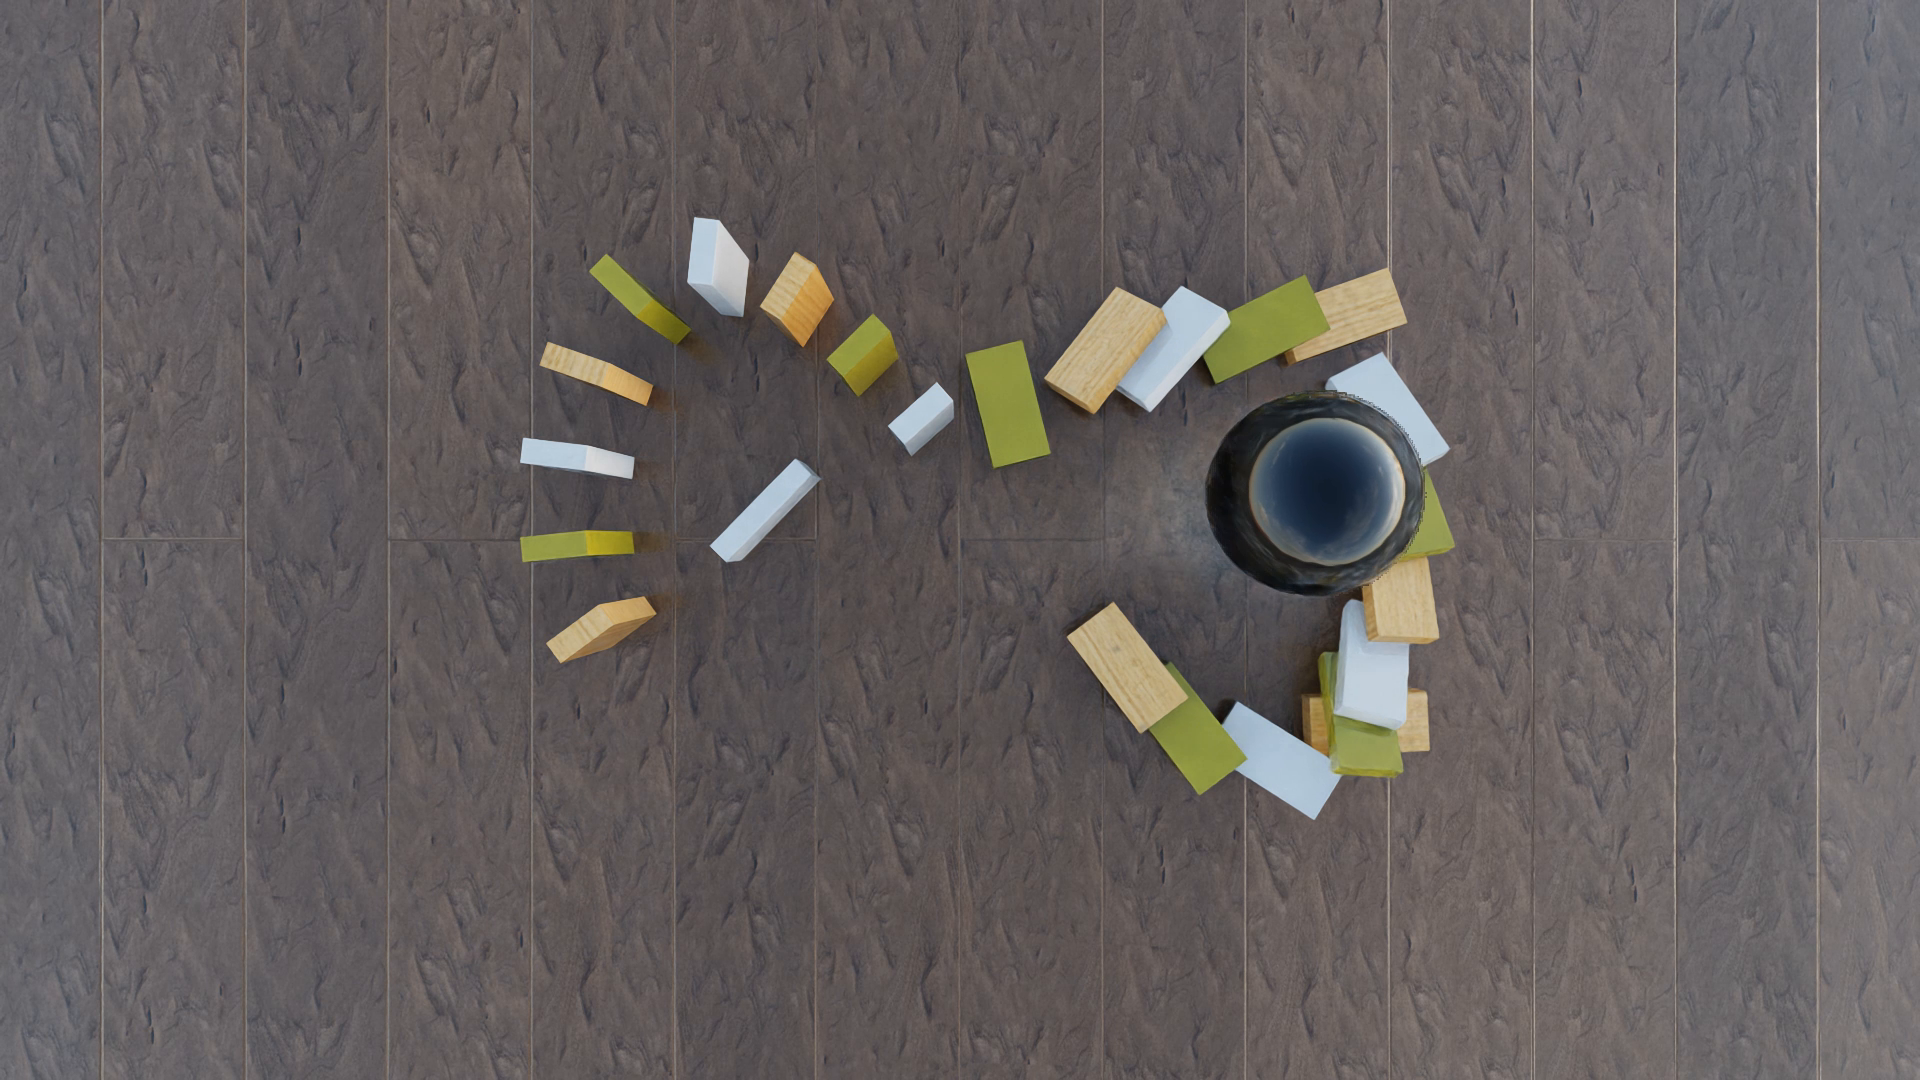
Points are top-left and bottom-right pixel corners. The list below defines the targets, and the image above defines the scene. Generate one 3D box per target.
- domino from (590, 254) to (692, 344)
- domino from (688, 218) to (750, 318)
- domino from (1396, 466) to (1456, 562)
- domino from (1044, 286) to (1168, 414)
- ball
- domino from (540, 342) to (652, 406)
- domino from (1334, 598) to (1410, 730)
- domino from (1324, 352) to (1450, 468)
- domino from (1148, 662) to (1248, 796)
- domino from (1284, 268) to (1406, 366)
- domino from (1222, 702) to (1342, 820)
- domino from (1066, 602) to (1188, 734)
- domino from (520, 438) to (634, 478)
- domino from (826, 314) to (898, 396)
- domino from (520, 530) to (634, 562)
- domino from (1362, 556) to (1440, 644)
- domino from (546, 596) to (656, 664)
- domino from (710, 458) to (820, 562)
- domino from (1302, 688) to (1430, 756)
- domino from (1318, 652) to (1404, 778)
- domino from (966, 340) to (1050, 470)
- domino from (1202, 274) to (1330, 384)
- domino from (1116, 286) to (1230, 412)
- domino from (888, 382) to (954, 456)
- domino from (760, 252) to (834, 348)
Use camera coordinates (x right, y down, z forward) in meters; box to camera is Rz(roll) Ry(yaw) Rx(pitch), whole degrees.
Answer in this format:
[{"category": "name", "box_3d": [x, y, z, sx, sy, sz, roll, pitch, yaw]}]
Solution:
[{"category": "domino", "box_3d": [-0.129, -0.097, 0.375, 0.025, 0.050, 0.009, 44, 90, 0]}, {"category": "domino", "box_3d": [-0.098, -0.110, 0.375, 0.009, 0.050, 0.025, 6, 90, 0]}, {"category": "domino", "box_3d": [0.187, -0.017, 0.388, 0.025, 0.010, 0.050, -11, 72, 0]}, {"category": "domino", "box_3d": [0.062, -0.081, 0.389, 0.025, 0.010, 0.050, 38, 90, 32]}, {"category": "ball", "box_3d": [0.138, -0.018, 0.360, 0.080, 0.080, 0.080, 0, 90, 0]}, {"category": "domino", "box_3d": [-0.147, -0.067, 0.375, 0.025, 0.050, 0.010, 19, 90, 0]}, {"category": "domino", "box_3d": [0.172, 0.051, 0.382, 0.025, 0.010, 0.050, 15, 61, 7]}, {"category": "domino", "box_3d": [0.180, -0.052, 0.388, 0.025, 0.010, 0.050, -26, 73, 0]}, {"category": "domino", "box_3d": [0.095, 0.079, 0.389, 0.025, 0.010, 0.050, -37, 75, 1]}, {"category": "domino", "box_3d": [0.163, -0.096, 0.395, 0.050, 0.010, 0.025, -19, 90, 0]}, {"category": "domino", "box_3d": [0.133, 0.093, 0.389, 0.050, 0.009, 0.025, 32, 90, 15]}, {"category": "domino", "box_3d": [0.071, 0.054, 0.389, 0.025, 0.010, 0.050, -37, 74, 0]}, {"category": "domino", "box_3d": [-0.155, -0.033, 0.375, 0.025, 0.050, 0.010, 7, 90, 0]}, {"category": "domino", "box_3d": [-0.039, -0.074, 0.375, 0.025, 0.050, 0.010, -44, 90, 0]}, {"category": "domino", "box_3d": [-0.155, 0.002, 0.375, 0.025, 0.050, 0.010, -6, 90, 0]}, {"category": "domino", "box_3d": [0.184, 0.018, 0.387, 0.025, 0.010, 0.050, 3, 69, 0]}, {"category": "domino", "box_3d": [-0.145, 0.036, 0.375, 0.025, 0.050, 0.009, -36, 90, 0]}, {"category": "domino", "box_3d": [-0.082, -0.012, 0.388, 0.010, 0.025, 0.050, 44, 90, 0]}, {"category": "domino", "box_3d": [0.175, 0.079, 0.395, 0.050, 0.009, 0.025, -3, 90, 0]}, {"category": "domino", "box_3d": [0.166, 0.072, 0.382, 0.025, 0.009, 0.050, 3, 60, 3]}, {"category": "domino", "box_3d": [0.020, -0.058, 0.395, 0.025, 0.009, 0.050, -14, 90, 0]}, {"category": "domino", "box_3d": [0.127, -0.088, 0.389, 0.050, 0.009, 0.025, -25, 89, 15]}, {"category": "domino", "box_3d": [0.087, -0.081, 0.388, 0.050, 0.010, 0.025, -48, 55, 3]}, {"category": "domino", "box_3d": [-0.015, -0.048, 0.375, 0.025, 0.050, 0.010, -42, 90, 0]}, {"category": "domino", "box_3d": [-0.066, -0.097, 0.375, 0.010, 0.050, 0.025, 33, 90, 0]}]
